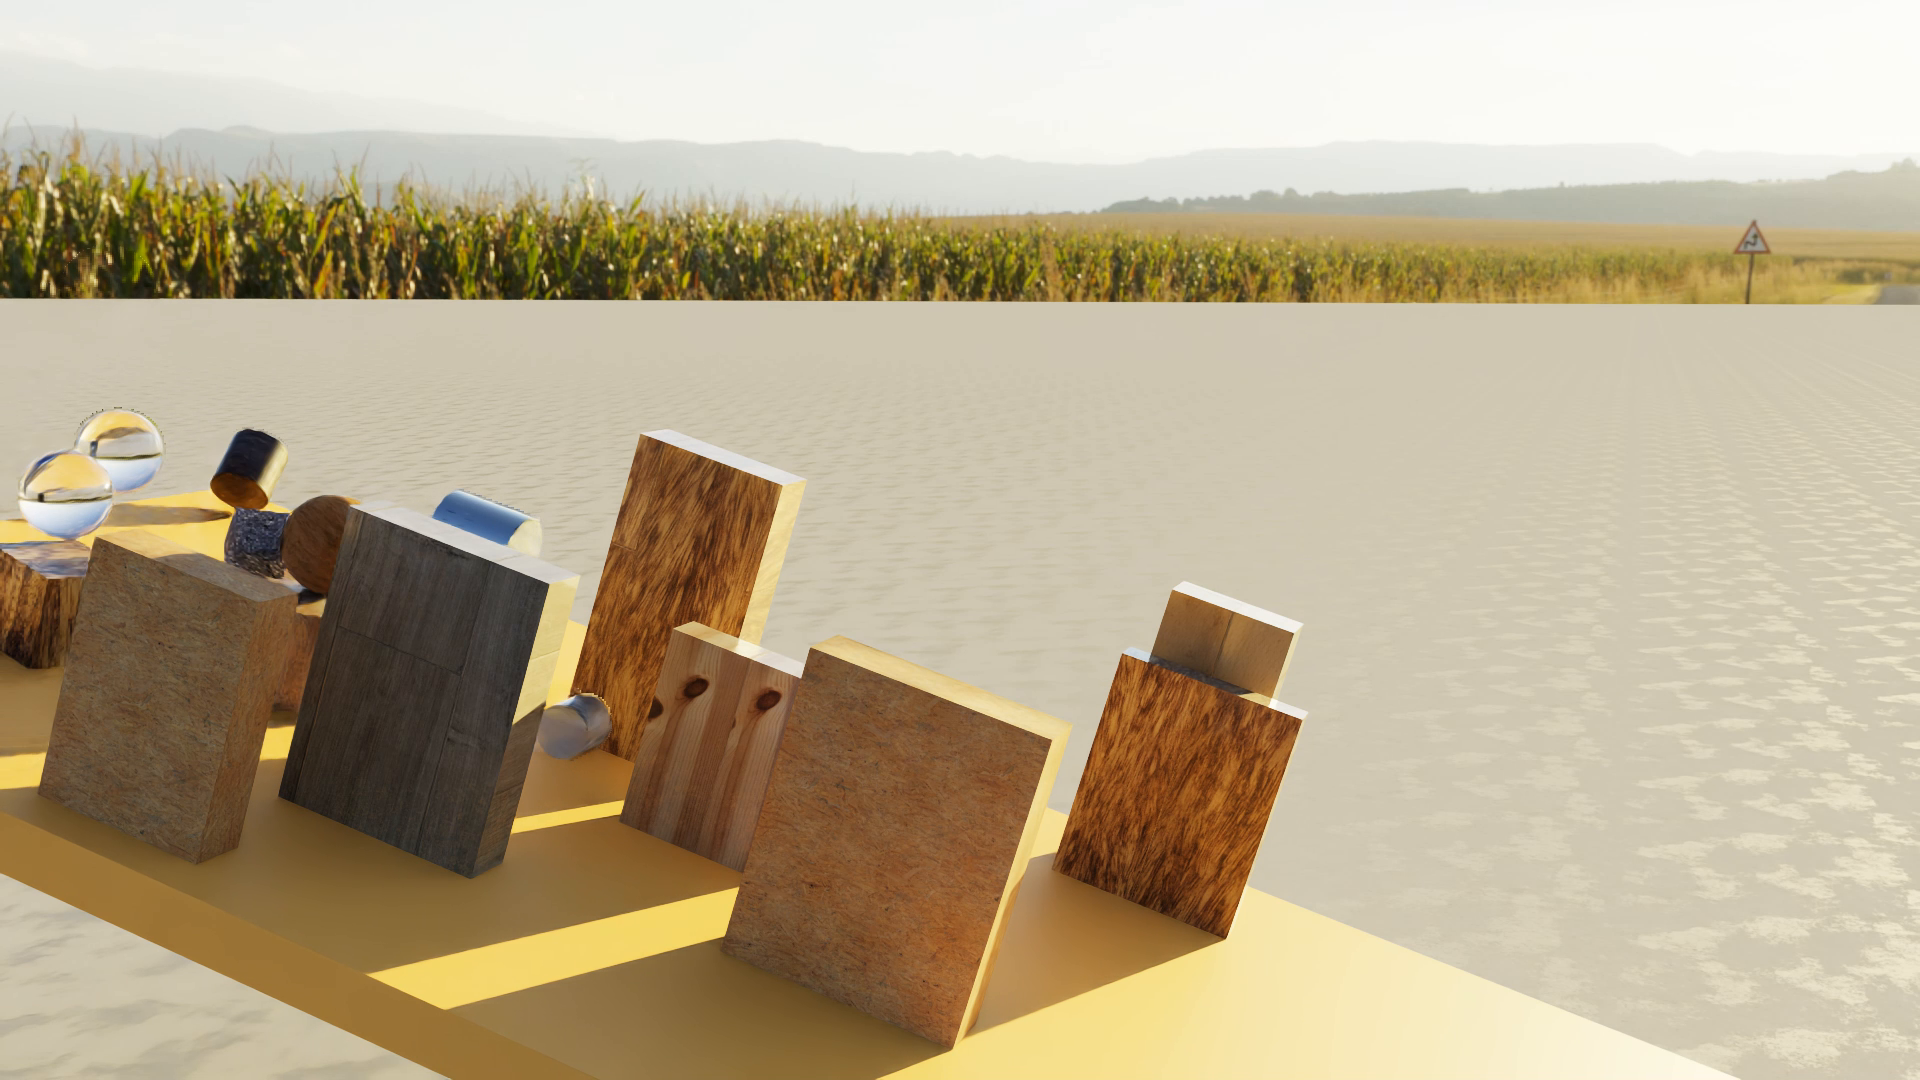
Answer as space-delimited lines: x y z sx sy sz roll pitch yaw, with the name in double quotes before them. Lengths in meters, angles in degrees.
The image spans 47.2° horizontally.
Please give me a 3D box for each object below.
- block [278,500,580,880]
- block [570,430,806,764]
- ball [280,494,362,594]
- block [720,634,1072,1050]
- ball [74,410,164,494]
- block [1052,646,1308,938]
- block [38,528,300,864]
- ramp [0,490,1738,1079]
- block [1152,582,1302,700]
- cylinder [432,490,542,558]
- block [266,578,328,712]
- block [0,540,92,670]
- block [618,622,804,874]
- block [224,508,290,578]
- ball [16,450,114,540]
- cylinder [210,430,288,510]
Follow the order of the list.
"block" -0.927 0.256 3.828 0.396 0.545 0.112 20 12 14
"block" -0.578 0.140 4.573 0.326 0.664 0.134 20 12 14
"ball" -1.246 0.009 4.369 0.200 0.200 0.200 0 7 0
"block" -0.112 0.510 3.754 0.441 0.567 0.136 20 12 14
"ball" -1.762 -0.184 4.609 0.178 0.178 0.178 0 7 0
"block" 0.461 0.532 4.641 0.398 0.500 0.083 20 12 14
"block" -1.287 0.251 3.571 0.314 0.452 0.111 20 12 14
"ramp" -0.361 0.688 4.229 4.000 0.100 2.000 20 12 14
"block" 0.512 0.439 4.824 0.277 0.629 0.132 20 12 14
"cylinder" -1.180 0.011 5.438 0.209 0.209 0.209 19 11 12
"block" -1.279 0.214 4.373 0.202 0.202 0.202 9 14 -34
"block" -1.730 0.120 4.197 0.182 0.182 0.182 24 15 29
"block" -0.444 0.401 4.201 0.312 0.401 0.095 20 12 14
"block" -1.430 0.015 4.478 0.107 0.107 0.107 8 47 -28
"ball" -1.745 -0.088 4.292 0.177 0.177 0.177 0 7 0
"cylinder" -1.760 -0.172 5.448 0.144 0.144 0.144 2 51 14
